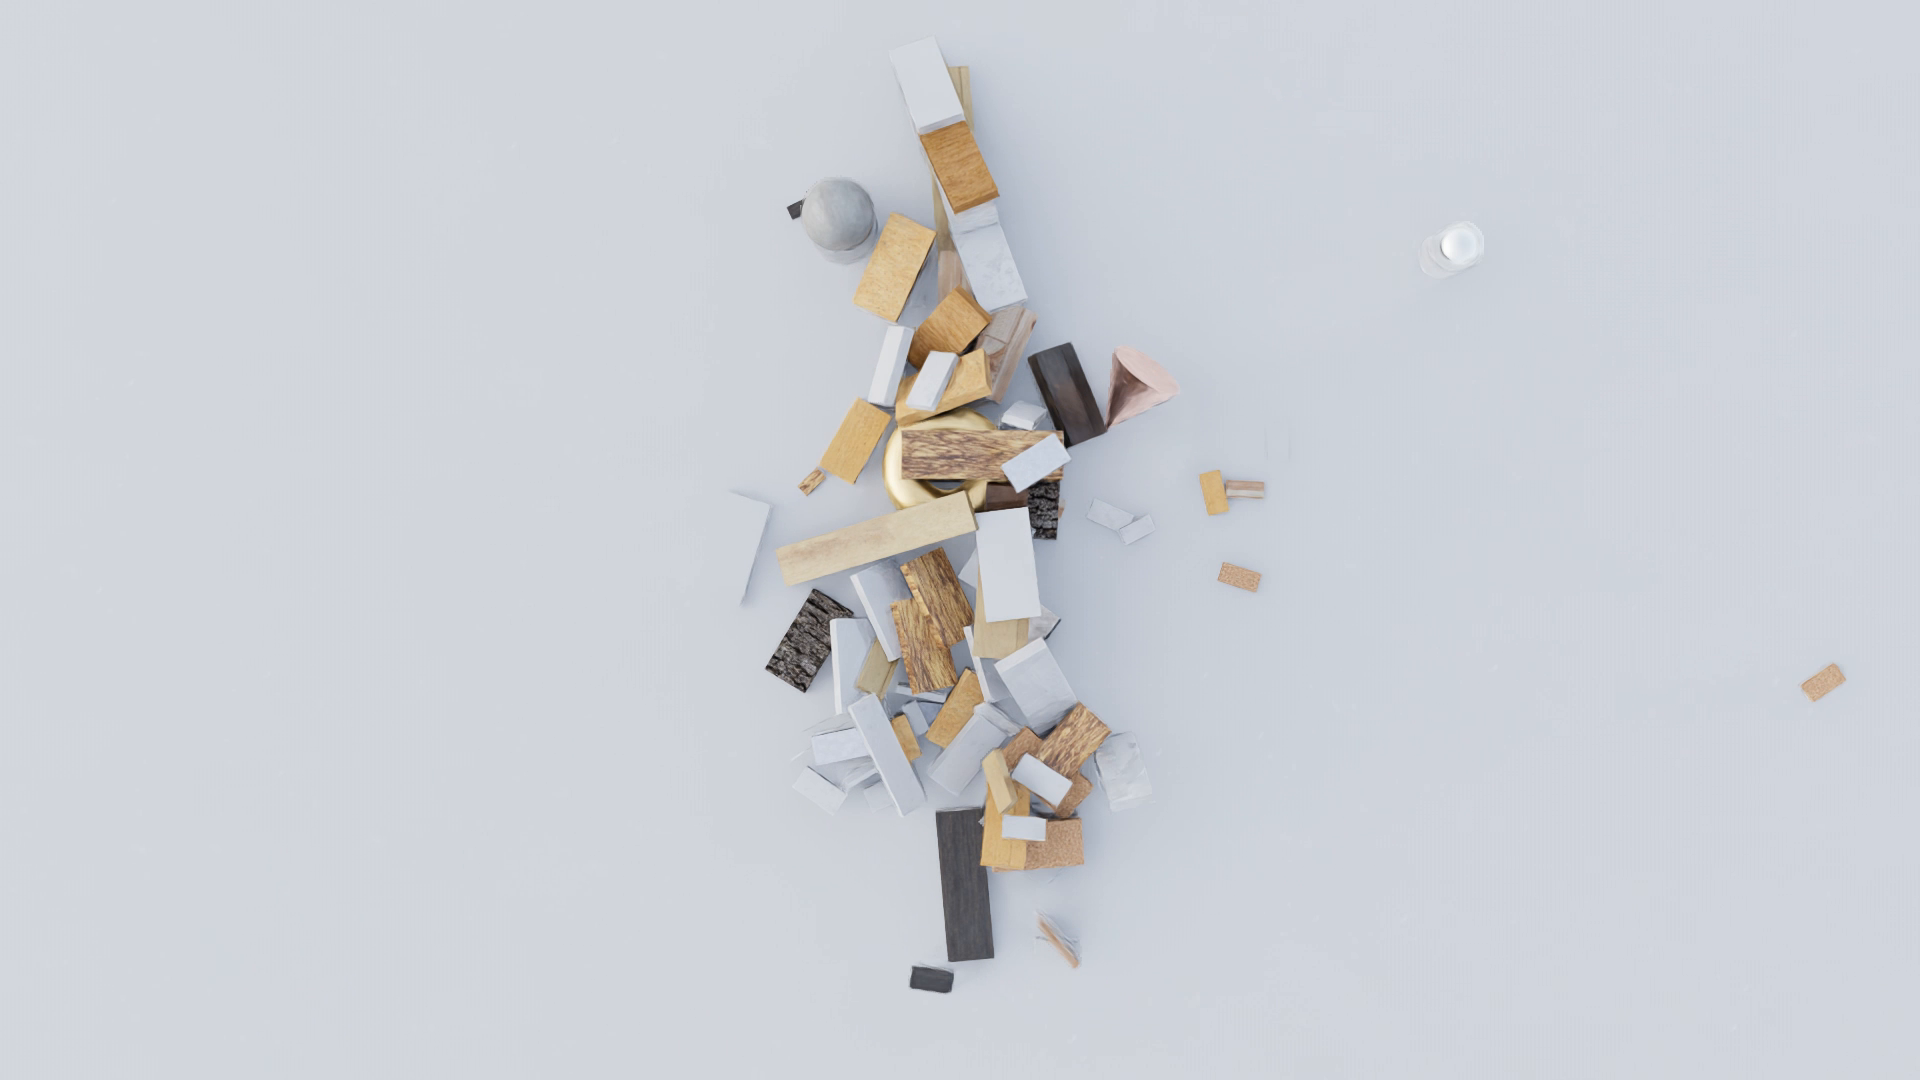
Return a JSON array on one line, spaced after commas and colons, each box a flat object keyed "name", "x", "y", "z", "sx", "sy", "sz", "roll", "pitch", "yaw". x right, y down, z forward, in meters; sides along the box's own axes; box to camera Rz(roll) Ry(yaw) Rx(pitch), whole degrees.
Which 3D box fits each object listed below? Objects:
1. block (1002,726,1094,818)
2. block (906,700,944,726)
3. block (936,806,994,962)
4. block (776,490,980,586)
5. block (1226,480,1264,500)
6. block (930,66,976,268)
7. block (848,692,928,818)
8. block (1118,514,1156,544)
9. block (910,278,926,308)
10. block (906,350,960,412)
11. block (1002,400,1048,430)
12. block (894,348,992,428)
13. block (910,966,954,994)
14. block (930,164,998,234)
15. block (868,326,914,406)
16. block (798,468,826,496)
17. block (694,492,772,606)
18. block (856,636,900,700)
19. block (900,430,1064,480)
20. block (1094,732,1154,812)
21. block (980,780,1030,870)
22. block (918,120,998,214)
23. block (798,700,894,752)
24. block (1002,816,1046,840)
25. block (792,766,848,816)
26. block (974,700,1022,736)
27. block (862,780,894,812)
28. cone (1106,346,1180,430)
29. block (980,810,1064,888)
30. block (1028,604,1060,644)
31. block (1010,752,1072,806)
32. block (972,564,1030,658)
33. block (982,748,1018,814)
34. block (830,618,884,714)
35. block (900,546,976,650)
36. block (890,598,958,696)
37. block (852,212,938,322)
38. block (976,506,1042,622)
[{"name": "block", "x": 0.282, "y": 0.773, "z": 5.465, "sx": 0.301, "sy": 0.043, "sz": 0.151, "roll": 42, "pitch": 90, "yaw": -5}, {"name": "block", "x": -0.098, "y": 0.582, "z": 5.488, "sx": 0.165, "sy": 0.023, "sz": 0.082, "roll": 6, "pitch": 90, "yaw": 0}, {"name": "block", "x": 0.016, "y": 1.143, "z": 5.478, "sx": 0.154, "sy": 0.044, "sz": 0.497, "roll": -5, "pitch": 90, "yaw": 0}, {"name": "block", "x": -0.276, "y": -0.003, "z": 5.376, "sx": 0.689, "sy": 0.037, "sz": 0.131, "roll": -17, "pitch": 90, "yaw": 18}, {"name": "block", "x": 0.948, "y": -0.168, "z": 5.482, "sx": 0.126, "sy": 0.016, "sz": 0.057, "roll": 2, "pitch": 90, "yaw": -9}, {"name": "block", "x": -0.020, "y": -1.226, "z": 5.478, "sx": 0.157, "sy": 0.044, "sz": 0.677, "roll": -5, "pitch": 90, "yaw": 0}, {"name": "block", "x": -0.234, "y": 0.703, "z": 5.387, "sx": 0.095, "sy": 0.027, "sz": 0.418, "roll": -29, "pitch": 105, "yaw": -19}, {"name": "block", "x": 0.588, "y": -0.035, "z": 5.478, "sx": 0.114, "sy": 0.016, "sz": 0.057, "roll": -26, "pitch": 100, "yaw": -9}, {"name": "block", "x": -0.139, "y": -0.823, "z": 5.494, "sx": 0.045, "sy": 0.013, "sz": 0.091, "roll": 3, "pitch": 90, "yaw": 0}, {"name": "block", "x": -0.089, "y": -0.515, "z": 5.340, "sx": 0.102, "sy": 0.029, "sz": 0.204, "roll": 12, "pitch": 68, "yaw": 35}, {"name": "block", "x": 0.212, "y": -0.408, "z": 5.392, "sx": 0.102, "sy": 0.204, "sz": 0.029, "roll": 18, "pitch": 110, "yaw": 10}, {"name": "block", "x": -0.057, "y": -0.495, "z": 5.364, "sx": 0.328, "sy": 0.046, "sz": 0.162, "roll": -19, "pitch": 51, "yaw": 19}, {"name": "block", "x": -0.094, "y": 1.460, "z": 5.478, "sx": 0.139, "sy": 0.020, "sz": 0.070, "roll": 11, "pitch": 90, "yaw": -10}, {"name": "block", "x": 0.007, "y": -1.162, "z": 5.383, "sx": 0.157, "sy": 0.044, "sz": 0.313, "roll": -17, "pitch": 71, "yaw": 0}, {"name": "block", "x": -0.228, "y": -0.573, "z": 5.433, "sx": 0.037, "sy": 0.131, "sz": 0.263, "roll": 16, "pitch": 90, "yaw": -27}, {"name": "block", "x": -0.494, "y": -0.194, "z": 5.494, "sx": 0.091, "sy": 0.013, "sz": 0.045, "roll": -43, "pitch": 90, "yaw": 0}, {"name": "block", "x": -0.753, "y": 0.030, "z": 5.478, "sx": 0.155, "sy": 0.044, "sz": 0.351, "roll": 17, "pitch": 90, "yaw": 0}, {"name": "block", "x": -0.263, "y": 0.418, "z": 5.412, "sx": 0.095, "sy": 0.027, "sz": 0.191, "roll": 32, "pitch": 63, "yaw": -20}, {"name": "block", "x": 0.072, "y": -0.275, "z": 5.344, "sx": 0.524, "sy": 0.044, "sz": 0.155, "roll": 0, "pitch": 88, "yaw": -3}, {"name": "block", "x": 0.531, "y": 0.754, "z": 5.377, "sx": 0.141, "sy": 0.282, "sz": 0.040, "roll": -14, "pitch": 129, "yaw": 0}, {"name": "block", "x": 0.149, "y": 0.921, "z": 5.363, "sx": 0.141, "sy": 0.040, "sz": 0.282, "roll": 8, "pitch": 66, "yaw": -3}, {"name": "block", "x": -0.005, "y": -1.221, "z": 5.357, "sx": 0.155, "sy": 0.044, "sz": 0.310, "roll": -23, "pitch": 71, "yaw": -2}, {"name": "block", "x": -0.366, "y": 0.648, "z": 5.478, "sx": 0.309, "sy": 0.044, "sz": 0.154, "roll": -26, "pitch": 90, "yaw": 0}, {"name": "block", "x": 0.205, "y": 0.931, "z": 5.332, "sx": 0.140, "sy": 0.020, "sz": 0.070, "roll": 5, "pitch": 67, "yaw": -5}, {"name": "block", "x": -0.458, "y": 0.821, "z": 5.401, "sx": 0.165, "sy": 0.023, "sz": 0.082, "roll": 35, "pitch": 90, "yaw": 0}, {"name": "block", "x": 0.127, "y": 0.589, "z": 5.439, "sx": 0.054, "sy": 0.015, "sz": 0.172, "roll": -29, "pitch": 124, "yaw": 34}, {"name": "block", "x": -0.231, "y": 0.835, "z": 5.488, "sx": 0.165, "sy": 0.023, "sz": 0.082, "roll": -24, "pitch": 90, "yaw": 0}, {"name": "cone", "x": 0.550, "y": -0.460, "z": 5.443, "sx": 0.253, "sy": 0.253, "sz": 0.253, "roll": 34, "pitch": 117, "yaw": 0}, {"name": "block", "x": 0.220, "y": 0.991, "z": 5.456, "sx": 0.151, "sy": 0.043, "sz": 0.302, "roll": -43, "pitch": 95, "yaw": -7}, {"name": "block", "x": 0.236, "y": 0.272, "z": 5.433, "sx": 0.135, "sy": 0.135, "sz": 0.135, "roll": 37, "pitch": 90, "yaw": 0}, {"name": "block", "x": 0.264, "y": 0.780, "z": 5.385, "sx": 0.186, "sy": 0.026, "sz": 0.093, "roll": 34, "pitch": 87, "yaw": -6}, {"name": "block", "x": 0.141, "y": 0.209, "z": 5.345, "sx": 0.175, "sy": 0.050, "sz": 0.351, "roll": 4, "pitch": 87, "yaw": 5}, {"name": "block", "x": 0.129, "y": 0.781, "z": 5.342, "sx": 0.026, "sy": 0.093, "sz": 0.186, "roll": -2, "pitch": 59, "yaw": -31}, {"name": "block", "x": -0.337, "y": 0.415, "z": 5.411, "sx": 0.155, "sy": 0.044, "sz": 0.311, "roll": 2, "pitch": 76, "yaw": -30}, {"name": "block", "x": -0.063, "y": 0.192, "z": 5.441, "sx": 0.154, "sy": 0.044, "sz": 0.308, "roll": -25, "pitch": 90, "yaw": -32}, {"name": "block", "x": -0.118, "y": 0.342, "z": 5.422, "sx": 0.154, "sy": 0.044, "sz": 0.308, "roll": -10, "pitch": 82, "yaw": -32}, {"name": "block", "x": -0.217, "y": -0.901, "z": 5.454, "sx": 0.162, "sy": 0.046, "sz": 0.325, "roll": 25, "pitch": 98, "yaw": 1}, {"name": "block", "x": 0.153, "y": 0.080, "z": 5.301, "sx": 0.175, "sy": 0.050, "sz": 0.351, "roll": -7, "pitch": 86, "yaw": 4}]
